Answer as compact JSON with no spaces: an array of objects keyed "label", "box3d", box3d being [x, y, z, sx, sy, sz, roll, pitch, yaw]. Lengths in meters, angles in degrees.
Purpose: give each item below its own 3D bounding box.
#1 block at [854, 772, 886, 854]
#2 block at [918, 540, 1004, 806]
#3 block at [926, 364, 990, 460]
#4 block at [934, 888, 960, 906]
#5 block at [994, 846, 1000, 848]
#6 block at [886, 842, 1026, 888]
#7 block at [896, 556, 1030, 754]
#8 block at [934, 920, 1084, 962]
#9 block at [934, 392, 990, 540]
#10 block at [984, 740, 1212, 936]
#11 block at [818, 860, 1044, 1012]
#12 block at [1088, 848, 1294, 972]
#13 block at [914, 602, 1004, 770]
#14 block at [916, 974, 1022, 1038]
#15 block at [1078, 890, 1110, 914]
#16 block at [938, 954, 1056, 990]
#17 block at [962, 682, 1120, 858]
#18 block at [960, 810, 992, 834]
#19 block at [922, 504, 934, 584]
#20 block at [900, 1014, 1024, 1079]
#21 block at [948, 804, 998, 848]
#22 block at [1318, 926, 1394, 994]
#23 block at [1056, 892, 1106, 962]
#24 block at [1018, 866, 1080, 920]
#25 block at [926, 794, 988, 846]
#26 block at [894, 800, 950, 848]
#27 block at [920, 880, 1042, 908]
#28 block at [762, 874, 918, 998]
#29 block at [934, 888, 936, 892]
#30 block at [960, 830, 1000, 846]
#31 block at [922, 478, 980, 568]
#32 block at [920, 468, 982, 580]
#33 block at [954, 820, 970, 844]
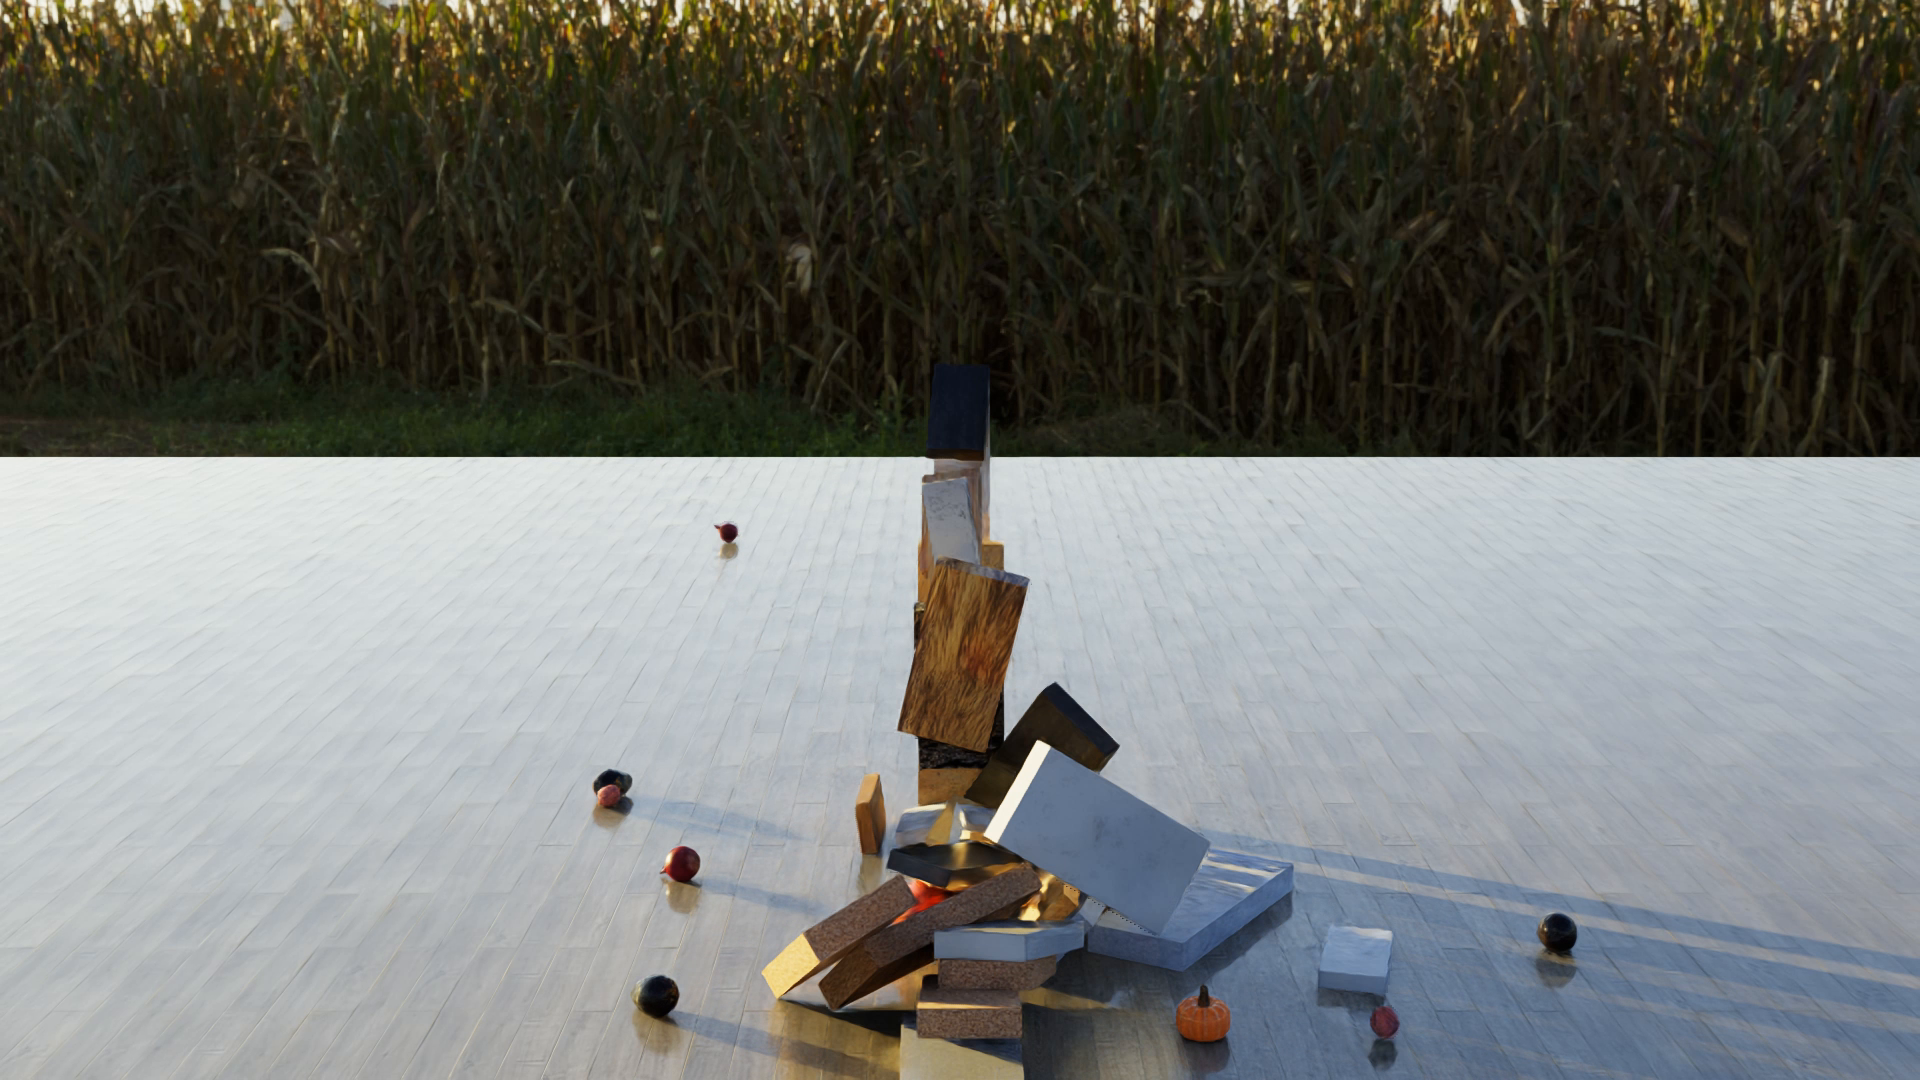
[{"label":"block","box3d":[-0.160,0.490,3.950,0.026,0.092,0.184,-7,10,5]},{"label":"block","box3d":[0.001,0.260,4.022,0.155,0.520,0.044,0,11,0]},{"label":"block","box3d":[-0.003,-0.236,4.037,0.104,0.029,0.208,3,52,2]},{"label":"block","box3d":[-0.002,0.573,3.549,0.076,0.021,0.151,1,28,2]},{"label":"block","box3d":[0.035,0.526,3.940,0.092,0.026,0.184,5,12,26]},{"label":"block","box3d":[0.003,0.498,3.382,0.098,0.028,0.384,16,0,20]},{"label":"block","box3d":[0.005,0.200,3.829,0.162,0.324,0.046,14,21,2]},{"label":"block","box3d":[0.074,0.571,3.144,0.133,0.038,0.265,-2,-6,21]},{"label":"block","box3d":[0.003,0.105,4.168,0.104,0.772,0.029,0,10,0]},{"label":"block","box3d":[0.210,0.449,3.307,0.324,0.162,0.046,32,-6,-24]},{"label":"block","box3d":[-0.041,0.579,3.223,0.322,0.046,0.161,-19,-21,-38]},{"label":"block","box3d":[0.378,0.590,3.545,0.162,0.046,0.429,6,12,31]},{"label":"block","box3d":[0.000,0.262,3.949,0.155,0.310,0.044,-2,21,0]},{"label":"block","box3d":[0.013,0.633,3.003,0.133,0.038,0.438,0,-6,0]},{"label":"block","box3d":[0.263,0.575,3.666,0.109,0.031,0.218,7,13,34]},{"label":"block","box3d":[0.056,0.608,3.134,0.133,0.038,0.265,-1,-6,9]},{"label":"block","box3d":[0.135,0.399,3.766,0.155,0.310,0.044,45,40,15]},{"label":"block","box3d":[0.029,0.469,3.657,0.050,0.014,0.101,10,5,-4]},{"label":"block","box3d":[-0.020,0.010,3.845,0.076,0.153,0.022,-4,7,13]},{"label":"block","box3d":[0.005,0.753,2.668,0.161,0.046,0.798,0,11,-1]},{"label":"block","box3d":[0.021,0.500,3.710,0.076,0.021,0.151,8,27,2]},{"label":"block","box3d":[0.603,0.637,3.342,0.098,0.028,0.196,3,11,14]},{"label":"block","box3d":[0.184,0.586,3.409,0.031,0.109,0.218,43,18,5]},{"label":"block","box3d":[0.146,0.565,3.527,0.031,0.109,0.284,44,11,-3]},{"label":"block","box3d":[-0.006,0.490,3.774,0.063,0.018,0.127,19,35,13]},{"label":"block","box3d":[-0.061,0.508,3.946,0.092,0.026,0.185,-12,5,6]},{"label":"block","box3d":[0.019,0.532,3.435,0.196,0.028,0.098,16,0,-28]},{"label":"block","box3d":[-0.174,0.564,3.114,0.161,0.046,0.322,-28,-10,-23]},{"label":"block","box3d":[-0.003,0.561,3.640,0.076,0.021,0.151,1,20,1]},{"label":"block","box3d":[0.033,0.482,3.561,0.050,0.014,0.101,12,-9,-6]},{"label":"block","box3d":[-0.016,-0.028,3.816,0.076,0.153,0.022,-8,6,13]},{"label":"block","box3d":[-0.015,-0.031,3.933,0.104,0.208,0.029,-8,-36,13]},{"label":"block","box3d":[0.019,0.495,3.682,0.050,0.014,0.101,9,27,5]}]
